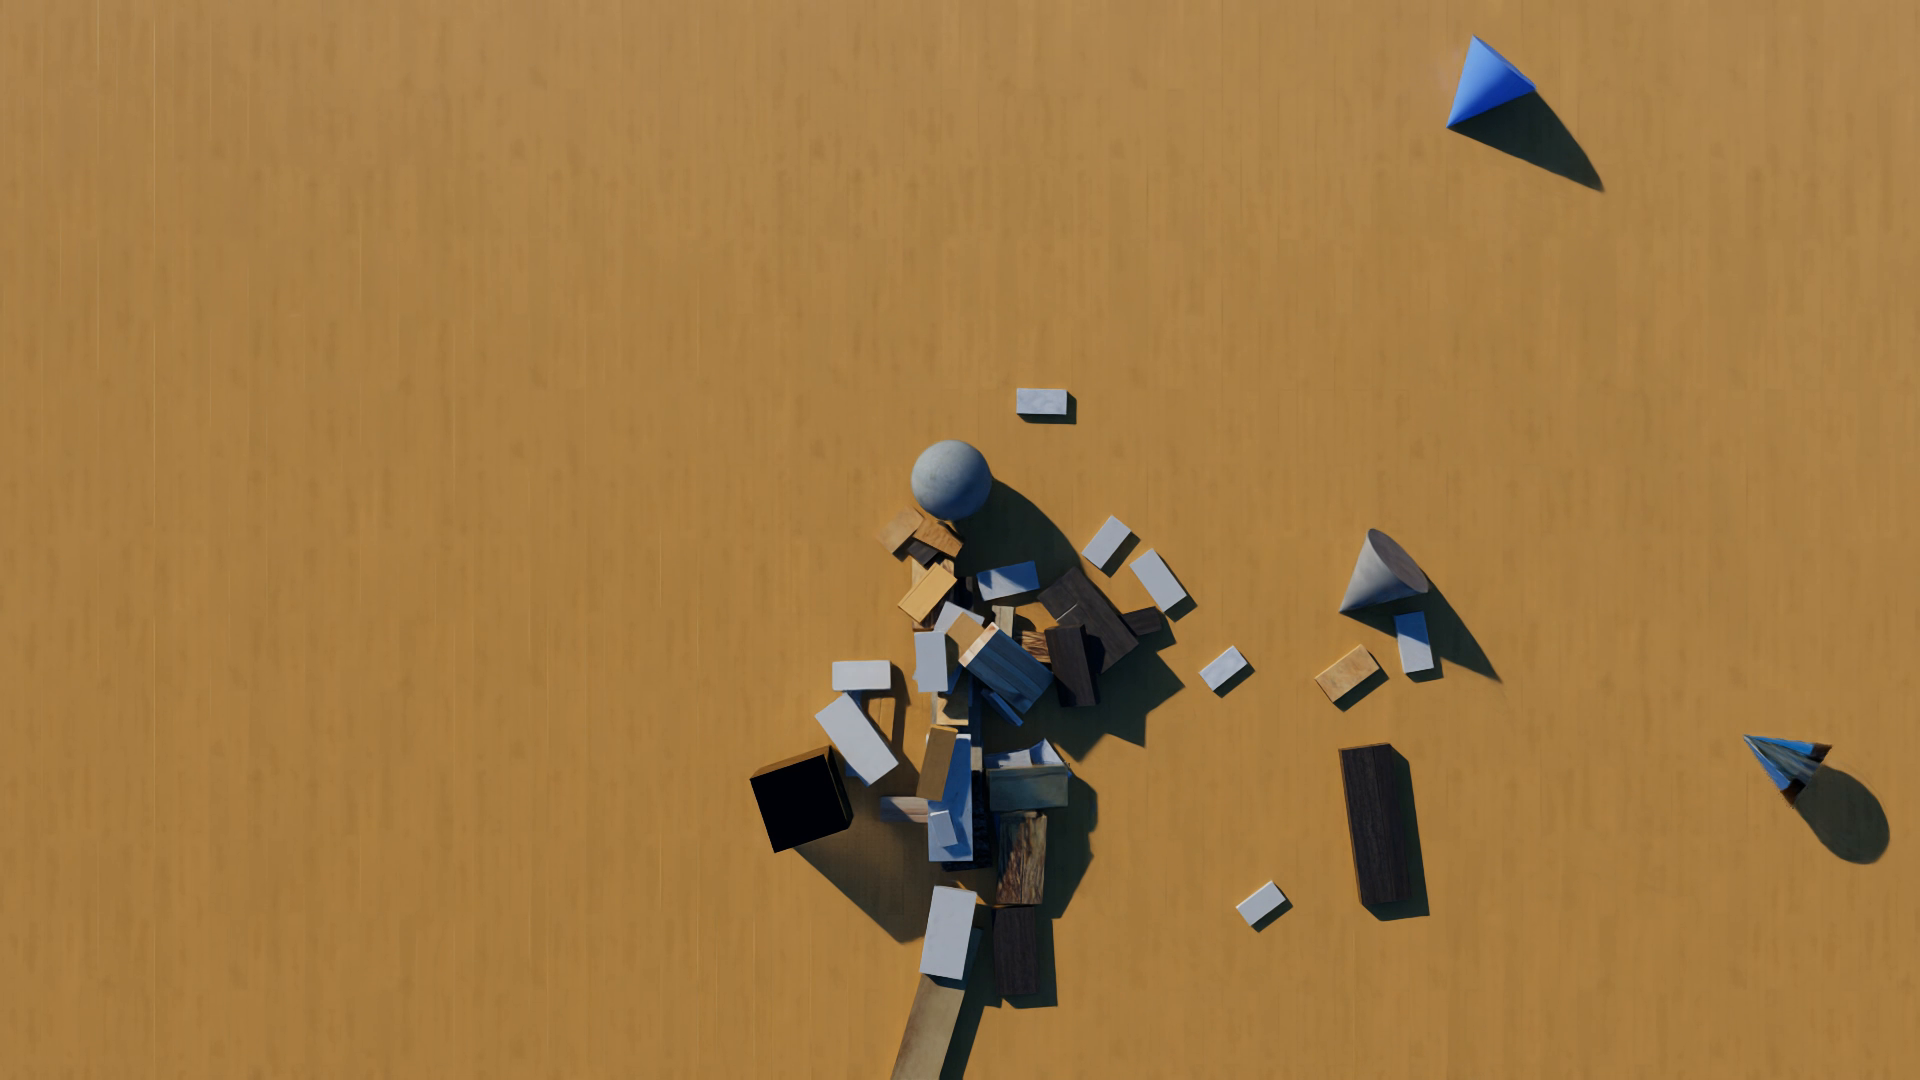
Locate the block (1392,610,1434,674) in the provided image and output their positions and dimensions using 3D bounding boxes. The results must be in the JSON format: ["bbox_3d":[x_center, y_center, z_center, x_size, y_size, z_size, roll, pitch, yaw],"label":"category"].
[{"bbox_3d":[1.508,0.338,5.486,0.096,0.027,0.193,-10,90,0],"label":"block"}]

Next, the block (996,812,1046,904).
[{"bbox_3d":[0.202,1.050,5.445,0.152,0.043,0.303,2,102,-2],"label":"block"}]

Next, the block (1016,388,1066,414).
[{"bbox_3d":[0.271,-0.460,5.488,0.165,0.023,0.082,1,90,0],"label":"block"}]

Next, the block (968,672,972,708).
[{"bbox_3d":[-0.008,0.448,5.437,0.102,0.029,0.203,1,72,0],"label":"block"}]

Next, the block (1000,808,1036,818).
[{"bbox_3d":[0.190,0.891,5.417,0.120,0.060,0.017,2,101,-1],"label":"block"}]

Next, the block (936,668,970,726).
[{"bbox_3d":[-0.023,0.506,5.388,0.102,0.029,0.203,1,72,0],"label":"block"}]

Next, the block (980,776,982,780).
[{"bbox_3d":[-0.008,0.827,5.476,0.166,0.047,0.332,0,90,0],"label":"block"}]

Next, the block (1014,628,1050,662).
[{"bbox_3d":[0.268,0.355,5.486,0.191,0.027,0.095,7,90,0],"label":"block"}]

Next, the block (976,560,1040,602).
[{"bbox_3d":[0.160,0.135,5.486,0.197,0.027,0.095,-13,90,0],"label":"block"}]

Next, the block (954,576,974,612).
[{"bbox_3d":[-0.023,0.258,5.435,0.136,0.039,0.273,-2,70,0],"label":"block"}]

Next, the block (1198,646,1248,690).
[{"bbox_3d":[0.875,0.427,5.490,0.148,0.021,0.074,-38,90,0],"label":"block"}]

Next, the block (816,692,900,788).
[{"bbox_3d":[-0.340,0.659,5.459,0.134,0.038,0.293,-37,87,5],"label":"block"}]

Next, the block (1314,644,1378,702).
[{"bbox_3d":[1.286,0.443,5.486,0.193,0.027,0.096,-36,90,0],"label":"block"}]

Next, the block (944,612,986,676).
[{"bbox_3d":[-0.012,0.334,5.313,0.095,0.027,0.191,38,93,-2],"label":"block"}]

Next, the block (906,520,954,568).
[{"bbox_3d":[-0.091,0.010,5.454,0.080,0.023,0.159,42,72,18],"label":"block"}]

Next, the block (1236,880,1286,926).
[{"bbox_3d":[1.001,1.209,5.490,0.148,0.021,0.074,-37,90,0],"label":"block"}]

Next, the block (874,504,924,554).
[{"bbox_3d":[-0.199,-0.039,5.489,0.159,0.023,0.080,-45,90,0],"label":"block"}]

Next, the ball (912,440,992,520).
[{"bbox_3d":[-0.027,-0.193,5.369,0.261,0.261,0.261,0,90,0],"label":"ball"}]

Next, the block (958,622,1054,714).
[{"bbox_3d":[0.158,0.420,5.379,0.166,0.047,0.331,-49,128,0],"label":"block"}]

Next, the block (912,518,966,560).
[{"bbox_3d":[-0.066,-0.005,5.436,0.159,0.023,0.080,26,68,12],"label":"block"}]

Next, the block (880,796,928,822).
[{"bbox_3d":[-0.179,0.895,5.488,0.169,0.024,0.085,1,90,0],"label":"block"}]

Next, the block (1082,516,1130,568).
[{"bbox_3d":[0.486,0.007,5.488,0.082,0.023,0.165,39,90,0],"label":"block"}]

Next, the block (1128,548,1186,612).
[{"bbox_3d":[0.657,0.133,5.486,0.096,0.027,0.193,-36,90,0],"label":"block"}]

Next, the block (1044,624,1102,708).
[{"bbox_3d":[0.370,0.414,5.422,0.134,0.038,0.268,-6,101,33],"label":"block"}]

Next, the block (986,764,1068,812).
[{"bbox_3d":[0.220,0.812,5.415,0.268,0.038,0.134,-2,92,-16],"label":"block"}]

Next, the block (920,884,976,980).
[{"bbox_3d":[-0.039,1.292,5.437,0.143,0.040,0.285,10,90,0],"label":"block"}]

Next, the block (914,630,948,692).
[{"bbox_3d":[-0.092,0.391,5.290,0.095,0.027,0.191,-4,93,1],"label":"block"}]

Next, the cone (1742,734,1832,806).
[{"bbox_3d":[2.695,0.710,5.446,0.243,0.243,0.243,34,90,27],"label":"cone"}]

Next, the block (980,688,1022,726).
[{"bbox_3d":[0.137,0.552,5.434,0.022,0.077,0.153,-48,114,-17],"label":"block"}]

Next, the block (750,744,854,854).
[{"bbox_3d":[-0.512,0.839,5.375,0.250,0.250,0.250,-18,90,0],"label":"block"}]

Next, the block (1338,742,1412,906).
[{"bbox_3d":[1.378,0.941,5.477,0.166,0.047,0.517,-8,90,0],"label":"block"}]

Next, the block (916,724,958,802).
[{"bbox_3d":[-0.075,0.712,5.260,0.085,0.024,0.248,12,107,-3],"label":"block"}]

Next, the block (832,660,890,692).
[{"bbox_3d":[-0.327,0.450,5.473,0.191,0.027,0.095,-2,78,-3],"label":"block"}]

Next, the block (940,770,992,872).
[{"bbox_3d":[0.002,0.923,5.406,0.166,0.047,0.332,-7,107,2],"label":"block"}]

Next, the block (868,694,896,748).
[{"bbox_3d":[-0.264,0.605,5.488,0.085,0.024,0.169,5,90,0],"label":"block"}]

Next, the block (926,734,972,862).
[{"bbox_3d":[-0.033,0.835,5.332,0.143,0.040,0.432,-1,108,1],"label":"block"}]

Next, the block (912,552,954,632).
[{"bbox_3d":[-0.088,0.165,5.428,0.136,0.039,0.273,-1,70,0],"label":"block"}]

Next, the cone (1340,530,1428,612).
[{"bbox_3d":[1.346,0.155,5.439,0.272,0.272,0.272,43,117,0],"label":"cone"}]

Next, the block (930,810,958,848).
[{"bbox_3d":[-0.050,0.933,5.333,0.060,0.017,0.120,-14,107,5],"label":"block"}]

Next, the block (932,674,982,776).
[{"bbox_3d":[-0.012,0.609,5.441,0.166,0.047,0.332,0,77,0],"label":"block"}]

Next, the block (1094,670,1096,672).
[{"bbox_3d":[0.461,0.391,5.490,0.179,0.021,0.074,-34,90,0],"label":"block"}]

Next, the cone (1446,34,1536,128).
[{"bbox_3d":[1.699,-1.467,5.439,0.272,0.272,0.272,40,117,0],"label":"cone"}]

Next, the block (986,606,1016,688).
[{"bbox_3d":[0.137,0.358,5.475,0.076,0.022,0.276,4,90,23],"label":"block"}]

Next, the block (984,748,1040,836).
[{"bbox_3d":[0.178,0.852,5.466,0.152,0.043,0.303,-10,95,0],"label":"block"}]

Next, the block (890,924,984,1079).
[{"bbox_3d":[-0.086,1.571,5.479,0.152,0.043,0.629,17,90,0],"label":"block"}]

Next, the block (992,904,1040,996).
[{"bbox_3d":[0.184,1.362,5.480,0.143,0.040,0.285,-4,90,0],"label":"block"}]

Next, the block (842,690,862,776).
[{"bbox_3d":[-0.356,0.626,5.492,0.060,0.017,0.320,-2,90,0],"label":"block"}]

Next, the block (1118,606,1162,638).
[{"bbox_3d":[0.579,0.279,5.476,0.165,0.023,0.082,-14,82,-5],"label":"block"}]

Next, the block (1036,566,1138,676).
[{"bbox_3d":[0.423,0.266,5.447,0.166,0.047,0.331,-39,80,2],"label":"block"}]

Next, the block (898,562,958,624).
[{"bbox_3d":[-0.106,0.174,5.390,0.095,0.027,0.191,38,75,13],"label":"block"}]

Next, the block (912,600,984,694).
[{"bbox_3d":[-0.038,0.350,5.347,0.136,0.039,0.273,24,93,-1],"label":"block"}]

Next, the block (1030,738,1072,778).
[{"bbox_3d":[0.297,0.743,5.489,0.077,0.022,0.153,-36,90,0],"label":"block"}]
